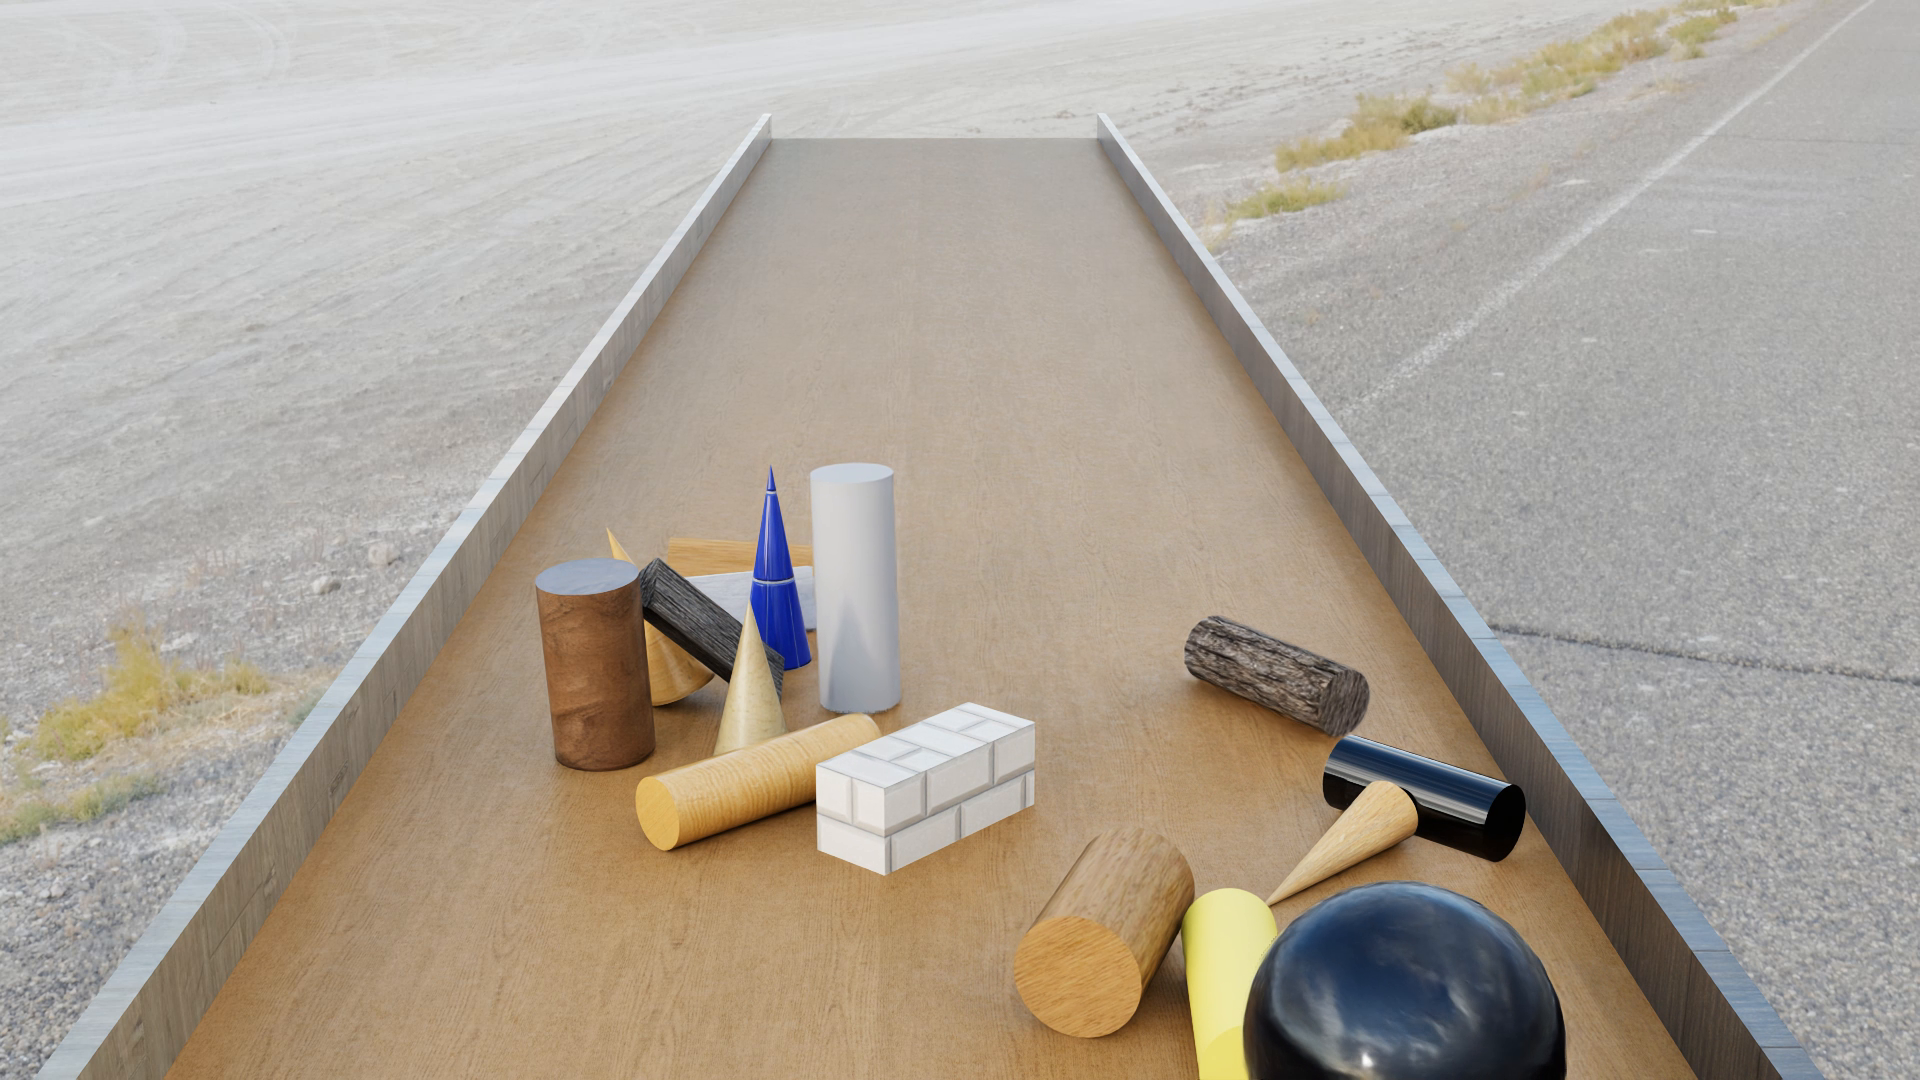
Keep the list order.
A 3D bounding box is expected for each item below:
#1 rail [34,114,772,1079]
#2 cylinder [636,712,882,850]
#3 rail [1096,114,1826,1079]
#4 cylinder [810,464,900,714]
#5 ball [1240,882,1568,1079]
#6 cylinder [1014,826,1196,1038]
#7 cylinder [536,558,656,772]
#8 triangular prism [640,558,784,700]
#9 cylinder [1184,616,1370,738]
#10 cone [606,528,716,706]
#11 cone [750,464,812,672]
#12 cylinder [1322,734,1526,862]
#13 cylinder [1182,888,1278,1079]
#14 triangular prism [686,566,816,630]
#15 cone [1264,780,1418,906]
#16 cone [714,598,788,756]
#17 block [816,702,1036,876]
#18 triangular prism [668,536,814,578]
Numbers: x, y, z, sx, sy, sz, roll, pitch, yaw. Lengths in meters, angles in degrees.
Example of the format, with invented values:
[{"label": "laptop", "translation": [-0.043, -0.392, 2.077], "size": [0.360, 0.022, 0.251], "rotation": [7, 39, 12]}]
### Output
[{"label": "rail", "translation": [-1.118, -0.838, 7.780], "size": [0.050, 0.150, 12.000], "rotation": [0, 17, -1]}, {"label": "cylinder", "translation": [-0.327, 0.399, 3.672], "size": [0.431, 0.122, 0.122], "rotation": [-14, 22, -40]}, {"label": "rail", "translation": [0.932, -0.844, 7.801], "size": [0.050, 0.150, 12.000], "rotation": [0, 17, -1]}, {"label": "cylinder", "translation": [-0.195, 0.090, 4.134], "size": [0.155, 0.445, 0.155], "rotation": [-1, 16, 0]}, {"label": "ball", "translation": [0.519, 0.591, 2.582], "size": [0.376, 0.376, 0.376], "rotation": [0, 17, 0]}, {"label": "cylinder", "translation": [0.207, 0.544, 3.084], "size": [0.178, 0.178, 0.307], "rotation": [6, 17, 18]}, {"label": "cylinder", "translation": [-0.642, 0.219, 3.885], "size": [0.180, 0.333, 0.180], "rotation": [-2, 20, 1]}, {"label": "triangular prism", "translation": [-0.461, 0.167, 4.068], "size": [0.106, 0.092, 0.400], "rotation": [15, -20, 41]}, {"label": "cylinder", "translation": [0.593, 0.254, 4.150], "size": [0.127, 0.127, 0.376], "rotation": [-11, 20, -33]}, {"label": "cone", "translation": [-0.595, 0.128, 4.145], "size": [0.141, 0.344, 0.141], "rotation": [-21, 15, 6]}, {"label": "cone", "translation": [-0.370, 0.045, 4.358], "size": [0.145, 0.409, 0.145], "rotation": [0, 17, 0]}, {"label": "cylinder", "translation": [0.755, 0.419, 3.592], "size": [0.305, 0.128, 0.128], "rotation": [16, 23, 42]}, {"label": "cylinder", "translation": [0.374, 0.611, 2.936], "size": [0.135, 0.135, 0.385], "rotation": [1, 17, 2]}, {"label": "triangular prism", "translation": [-0.482, 0.127, 4.581], "size": [0.359, 0.119, 0.137], "rotation": [-5, 17, -17]}, {"label": "cone", "translation": [0.572, 0.502, 3.446], "size": [0.106, 0.106, 0.367], "rotation": [15, 31, 41]}, {"label": "cone", "translation": [-0.367, 0.246, 3.870], "size": [0.149, 0.303, 0.149], "rotation": [0, 17, 0]}, {"label": "block", "translation": [-0.052, 0.402, 3.614], "size": [0.148, 0.148, 0.372], "rotation": [14, 21, 39]}, {"label": "triangular prism", "translation": [-0.464, 0.059, 4.807], "size": [0.348, 0.119, 0.138], "rotation": [3, 17, 11]}]
